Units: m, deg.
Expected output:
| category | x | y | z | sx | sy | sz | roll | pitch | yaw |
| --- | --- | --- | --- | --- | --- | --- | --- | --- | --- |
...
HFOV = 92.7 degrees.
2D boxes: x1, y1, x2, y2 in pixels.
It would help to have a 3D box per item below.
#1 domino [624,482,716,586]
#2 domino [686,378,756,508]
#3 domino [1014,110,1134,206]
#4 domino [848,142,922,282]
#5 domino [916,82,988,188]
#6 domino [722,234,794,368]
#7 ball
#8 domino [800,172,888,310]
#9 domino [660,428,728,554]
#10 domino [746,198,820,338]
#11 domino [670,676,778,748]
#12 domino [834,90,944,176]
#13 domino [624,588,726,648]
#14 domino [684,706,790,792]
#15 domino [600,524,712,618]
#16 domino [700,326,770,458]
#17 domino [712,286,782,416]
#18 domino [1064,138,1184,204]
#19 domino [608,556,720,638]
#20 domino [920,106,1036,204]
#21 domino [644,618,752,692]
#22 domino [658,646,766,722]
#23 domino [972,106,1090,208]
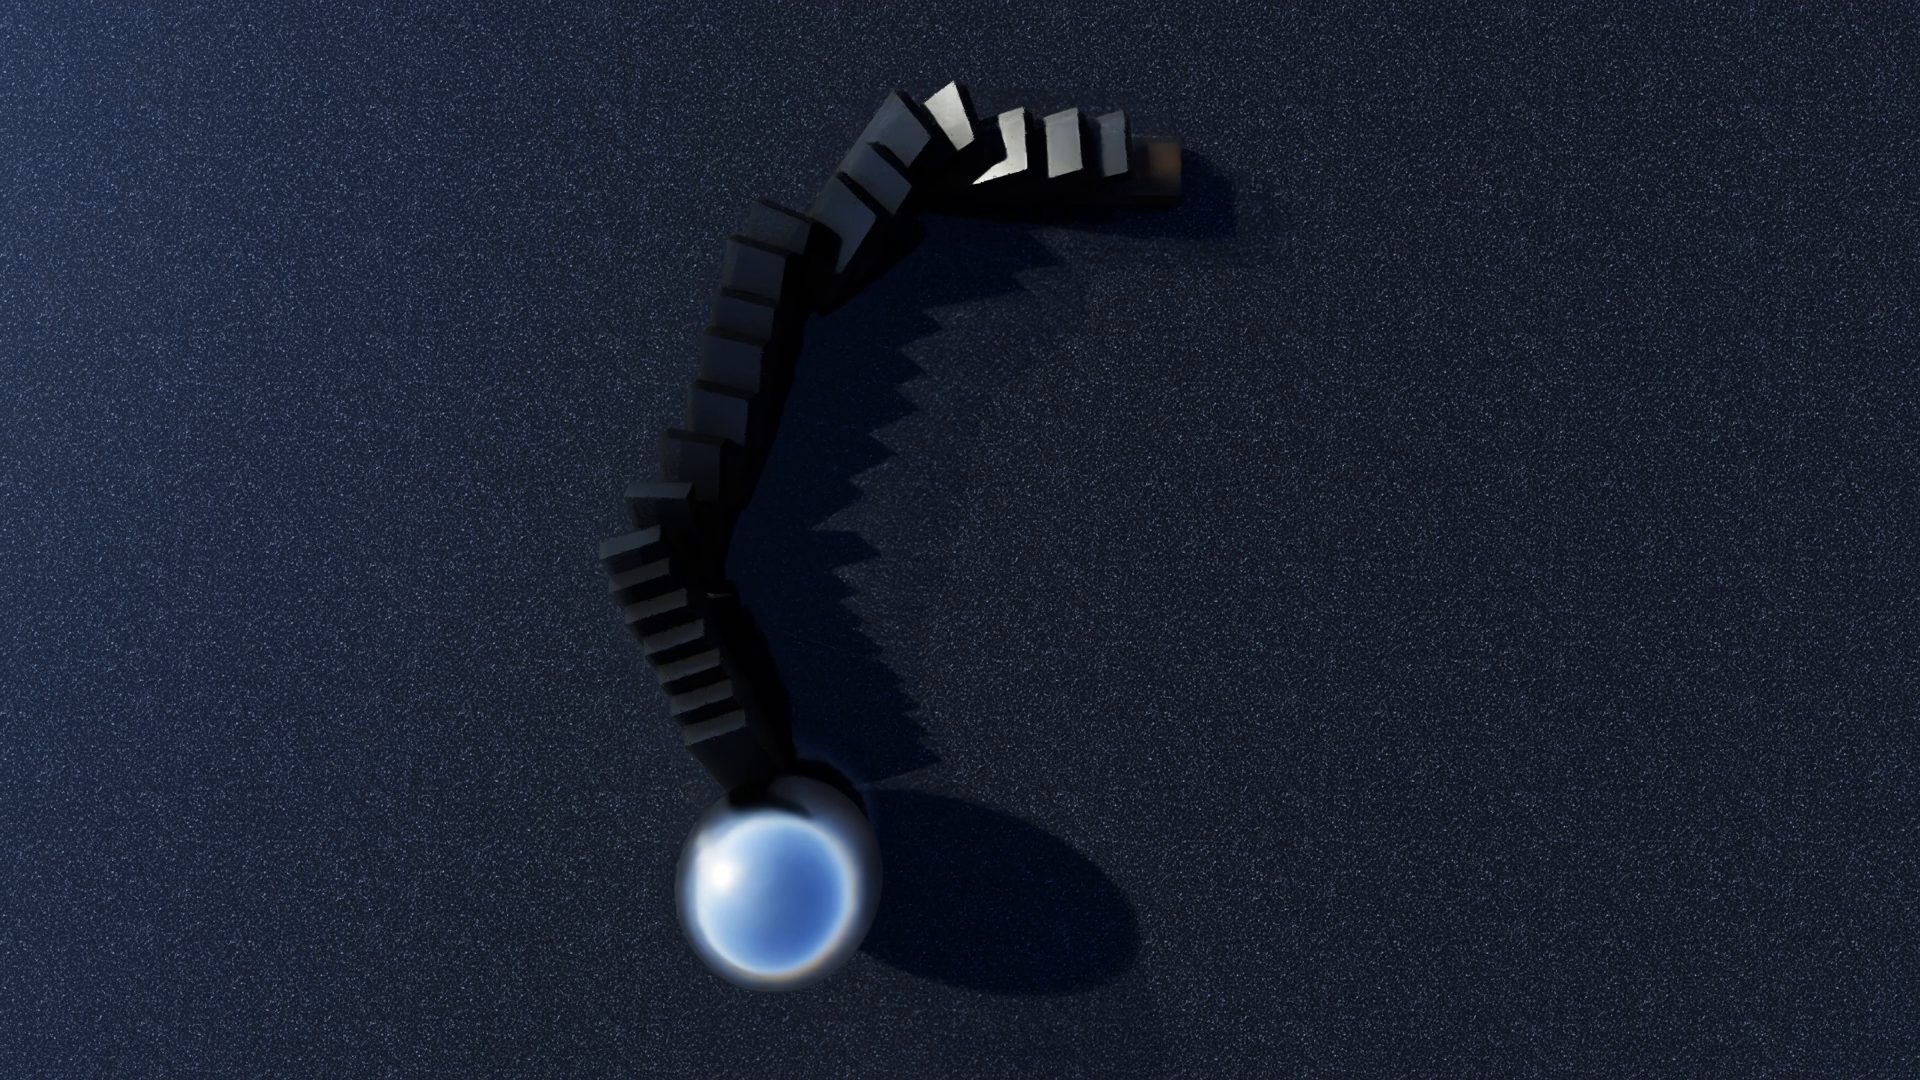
| category | x | y | z | sx | sy | sz | roll | pitch | yaw |
| --- | --- | --- | --- | --- | --- | --- | --- | --- | --- |
| domino | -0.119 | -0.002 | 0.379 | 0.025 | 0.009 | 0.050 | 1 | 133 | 2 |
| domino | -0.101 | -0.040 | 0.383 | 0.025 | 0.009 | 0.050 | 14 | 120 | 0 |
| domino | 0.047 | -0.159 | 0.384 | 0.050 | 0.010 | 0.025 | -3 | 90 | 28 |
| domino | -0.040 | -0.136 | 0.382 | 0.025 | 0.009 | 0.050 | 43 | 125 | 1 |
| domino | -0.015 | -0.164 | 0.382 | 0.050 | 0.010 | 0.025 | -21 | 88 | 35 |
| domino | -0.086 | -0.098 | 0.382 | 0.025 | 0.010 | 0.050 | 18 | 122 | 3 |
| ball | -0.071 | 0.133 | 0.360 | 0.080 | 0.080 | 0.080 | 0 | 90 | 0 |
| domino | -0.054 | -0.124 | 0.382 | 0.025 | 0.009 | 0.050 | 43 | 124 | 0 |
| domino | -0.112 | -0.020 | 0.384 | 0.025 | 0.009 | 0.050 | 10 | 119 | 0 |
| domino | -0.078 | -0.113 | 0.383 | 0.025 | 0.009 | 0.050 | 23 | 120 | 0 |
| domino | -0.096 | 0.077 | 0.378 | 0.025 | 0.050 | 0.009 | -18 | 48 | 0 |
| domino | -0.032 | -0.157 | 0.381 | 0.050 | 0.009 | 0.025 | -41 | 85 | 35 |
| domino | -0.115 | 0.042 | 0.378 | 0.025 | 0.050 | 0.009 | -17 | 47 | -1 |
| domino | -0.091 | 0.089 | 0.378 | 0.025 | 0.050 | 0.009 | -18 | 48 | 0 |
| domino | -0.125 | 0.017 | 0.379 | 0.025 | 0.050 | 0.009 | -18 | 45 | 0 |
| domino | -0.095 | -0.061 | 0.382 | 0.025 | 0.009 | 0.050 | 13 | 122 | 1 |
| domino | -0.091 | -0.077 | 0.383 | 0.025 | 0.010 | 0.050 | 14 | 122 | 0 |
| domino | 0.070 | -0.159 | 0.395 | 0.050 | 0.009 | 0.025 | 0 | 90 | 0 |
| domino | -0.121 | 0.030 | 0.379 | 0.025 | 0.050 | 0.009 | -18 | 46 | 0 |
| domino | 0.007 | -0.160 | 0.384 | 0.050 | 0.010 | 0.025 | -4 | 90 | 29 |
| domino | -0.107 | 0.054 | 0.378 | 0.025 | 0.050 | 0.009 | -18 | 48 | 0 |
| domino | -0.101 | 0.065 | 0.378 | 0.025 | 0.050 | 0.010 | -18 | 48 | 0 |
| domino | 0.028 | -0.159 | 0.383 | 0.050 | 0.010 | 0.025 | -5 | 89 | 29 |
